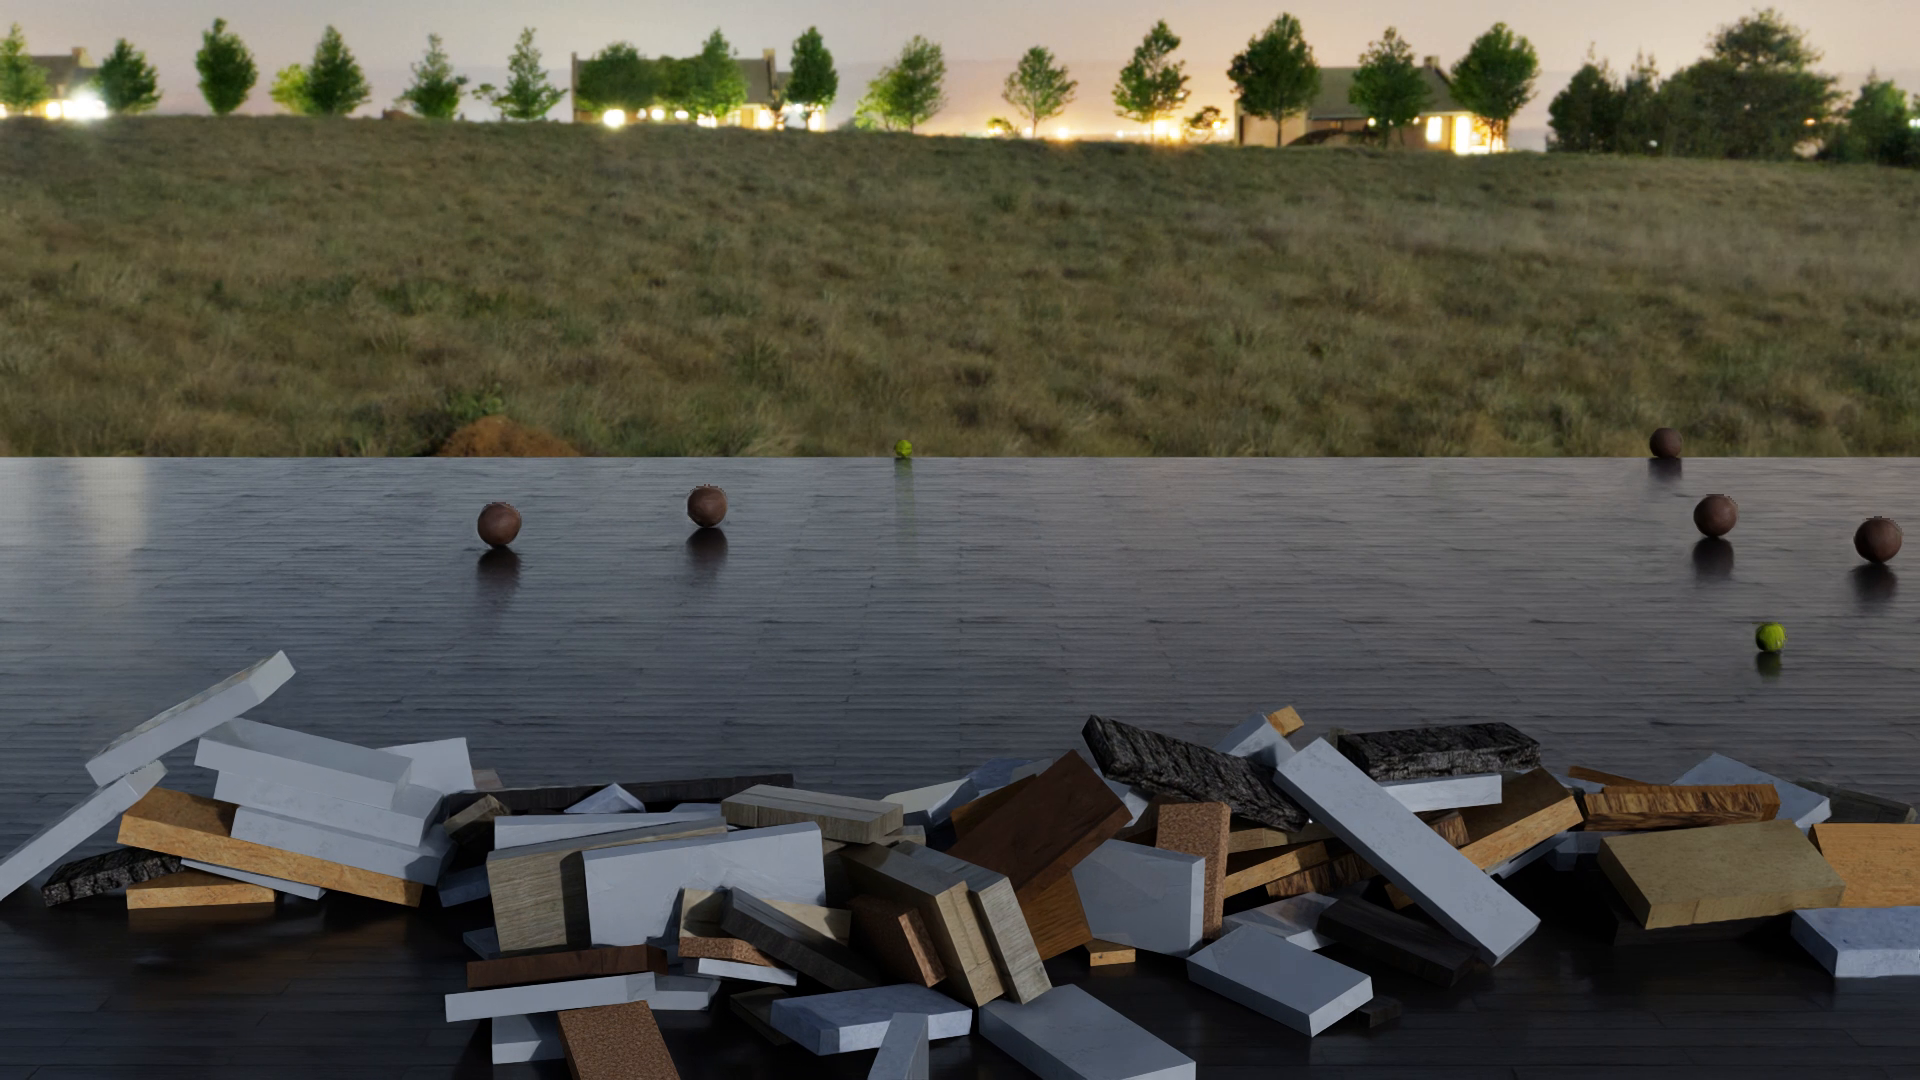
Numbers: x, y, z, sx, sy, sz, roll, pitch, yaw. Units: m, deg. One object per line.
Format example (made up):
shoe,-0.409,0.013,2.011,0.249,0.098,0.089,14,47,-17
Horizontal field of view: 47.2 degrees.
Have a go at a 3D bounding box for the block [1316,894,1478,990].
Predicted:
block,0.666,0.610,3.353,0.220,0.031,0.110,20,19,28

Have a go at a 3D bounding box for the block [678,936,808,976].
block,-0.309,0.610,3.216,0.099,0.028,0.199,-5,-19,33

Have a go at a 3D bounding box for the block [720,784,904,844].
block,-0.232,0.428,3.442,0.258,0.034,0.121,5,9,23

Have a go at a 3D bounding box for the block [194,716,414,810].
block,-1.083,0.367,3.645,0.320,0.045,0.160,14,8,-6

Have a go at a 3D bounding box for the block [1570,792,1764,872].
block,1.200,0.498,3.753,0.299,0.149,0.042,-1,42,-3

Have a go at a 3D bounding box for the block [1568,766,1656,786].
block,1.241,0.478,3.982,0.257,0.036,0.129,11,-21,46

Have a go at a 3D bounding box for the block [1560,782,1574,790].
block,1.030,0.483,3.862,0.065,0.130,0.018,21,23,36

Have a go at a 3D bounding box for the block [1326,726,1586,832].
block,0.924,0.444,4.058,0.498,0.041,0.146,12,-20,37

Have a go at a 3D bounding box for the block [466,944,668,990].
block,-0.565,0.620,3.177,0.260,0.037,0.130,-7,-15,4

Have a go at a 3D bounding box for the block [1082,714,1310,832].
block,0.380,0.376,3.533,0.371,0.037,0.131,18,22,-23

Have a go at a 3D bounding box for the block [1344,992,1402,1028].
block,0.499,0.655,3.261,0.072,0.020,0.328,-9,14,-41

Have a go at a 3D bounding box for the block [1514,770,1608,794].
block,1.109,0.471,4.019,0.257,0.036,0.129,10,-23,42

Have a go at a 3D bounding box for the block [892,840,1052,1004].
block,0.003,0.555,3.224,0.050,0.176,0.353,-26,12,-22

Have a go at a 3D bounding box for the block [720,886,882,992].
block,-0.232,0.592,3.204,0.247,0.035,0.123,30,2,-8

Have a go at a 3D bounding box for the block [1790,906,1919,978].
block,1.462,0.616,3.384,0.308,0.044,0.154,-1,14,-4

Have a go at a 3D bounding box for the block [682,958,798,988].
block,-0.321,0.631,3.204,0.150,0.021,0.075,13,-18,-22

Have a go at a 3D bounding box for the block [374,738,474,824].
block,-1.036,0.457,3.952,0.319,0.159,0.045,-6,-21,-28

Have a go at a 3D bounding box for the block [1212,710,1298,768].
block,0.536,0.418,3.747,0.131,0.261,0.037,-40,30,7

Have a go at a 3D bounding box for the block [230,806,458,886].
block,-1.011,0.486,3.641,0.338,0.048,0.169,14,8,-4

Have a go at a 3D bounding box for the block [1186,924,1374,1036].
block,0.464,0.640,3.213,0.126,0.036,0.253,-23,23,-32

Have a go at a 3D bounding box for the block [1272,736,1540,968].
block,0.699,0.486,3.466,0.110,0.031,0.455,-30,56,-32

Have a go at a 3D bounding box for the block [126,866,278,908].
block,-1.256,0.574,3.667,0.231,0.033,0.116,-2,11,-8

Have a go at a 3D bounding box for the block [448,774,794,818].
block,-0.588,0.466,3.836,0.587,0.037,0.130,-2,-28,-12

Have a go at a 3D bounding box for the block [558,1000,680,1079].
block,-0.453,0.695,2.925,0.123,0.035,0.247,-4,18,-19

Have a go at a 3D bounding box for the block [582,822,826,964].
block,-0.380,0.536,3.299,0.353,0.176,0.050,-6,10,-14

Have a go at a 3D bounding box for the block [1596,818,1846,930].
block,1.206,0.528,3.490,0.336,0.048,0.168,-4,32,-12

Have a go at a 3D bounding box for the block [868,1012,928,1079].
block,-0.087,0.709,2.602,0.044,0.155,0.393,1,11,7

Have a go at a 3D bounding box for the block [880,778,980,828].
block,-0.081,0.447,3.640,0.112,0.032,0.223,-31,8,-41

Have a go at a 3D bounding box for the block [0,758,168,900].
block,-1.478,0.481,3.650,0.320,0.045,0.160,-35,11,3

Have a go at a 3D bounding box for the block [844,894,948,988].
block,-0.096,0.587,3.237,0.032,0.112,0.223,-25,6,-22

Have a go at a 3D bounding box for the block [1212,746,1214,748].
block,0.403,0.434,3.983,0.127,0.036,0.443,-42,-16,23

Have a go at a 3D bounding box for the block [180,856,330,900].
block,-1.158,0.537,3.655,0.231,0.033,0.116,15,8,0

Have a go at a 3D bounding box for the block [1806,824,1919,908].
block,1.586,0.542,3.554,0.383,0.048,0.168,0,47,1

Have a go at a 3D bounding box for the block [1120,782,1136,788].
block,0.362,0.393,3.553,0.264,0.020,0.072,17,23,-25

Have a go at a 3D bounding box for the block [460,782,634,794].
block,-0.637,0.469,3.975,0.516,0.036,0.126,0,3,-16

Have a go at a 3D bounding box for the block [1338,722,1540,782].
block,0.802,0.355,3.691,0.299,0.042,0.149,-4,10,-10

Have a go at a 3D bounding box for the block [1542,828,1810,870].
block,1.445,0.513,3.680,0.942,0.031,0.108,-1,11,-3

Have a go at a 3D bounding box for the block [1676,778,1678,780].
block,1.391,0.493,4.038,0.108,0.031,0.216,-26,24,-34

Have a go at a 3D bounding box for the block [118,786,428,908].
block,-1.121,0.506,3.641,0.486,0.048,0.169,14,8,-7

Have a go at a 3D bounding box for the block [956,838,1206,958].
block,0.182,0.536,3.438,0.422,0.149,0.042,7,11,33

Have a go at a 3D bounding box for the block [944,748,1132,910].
block,0.106,0.462,3.357,0.292,0.041,0.146,-38,45,-6

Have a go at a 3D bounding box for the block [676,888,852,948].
block,-0.291,0.574,3.275,0.256,0.075,0.021,11,-19,-16

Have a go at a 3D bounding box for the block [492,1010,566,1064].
block,-0.548,0.688,3.064,0.203,0.028,0.099,-2,11,-11
